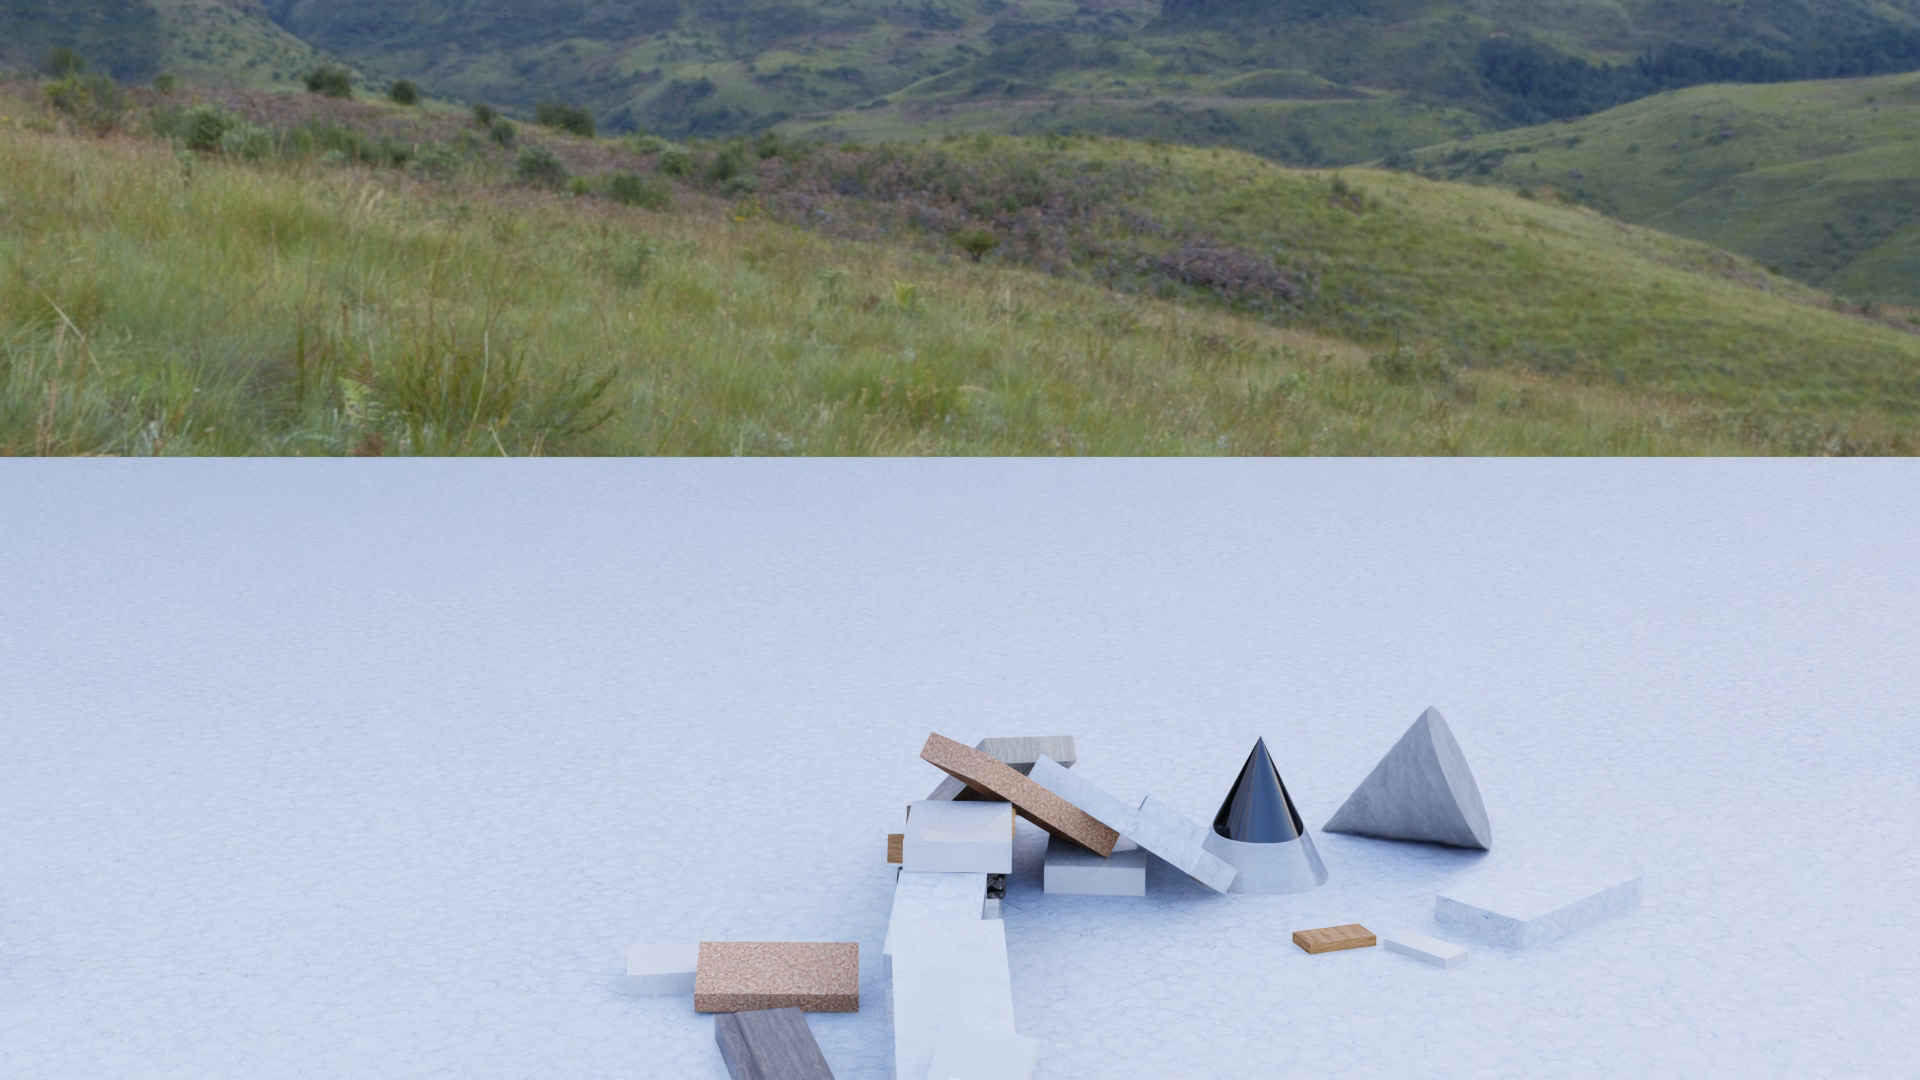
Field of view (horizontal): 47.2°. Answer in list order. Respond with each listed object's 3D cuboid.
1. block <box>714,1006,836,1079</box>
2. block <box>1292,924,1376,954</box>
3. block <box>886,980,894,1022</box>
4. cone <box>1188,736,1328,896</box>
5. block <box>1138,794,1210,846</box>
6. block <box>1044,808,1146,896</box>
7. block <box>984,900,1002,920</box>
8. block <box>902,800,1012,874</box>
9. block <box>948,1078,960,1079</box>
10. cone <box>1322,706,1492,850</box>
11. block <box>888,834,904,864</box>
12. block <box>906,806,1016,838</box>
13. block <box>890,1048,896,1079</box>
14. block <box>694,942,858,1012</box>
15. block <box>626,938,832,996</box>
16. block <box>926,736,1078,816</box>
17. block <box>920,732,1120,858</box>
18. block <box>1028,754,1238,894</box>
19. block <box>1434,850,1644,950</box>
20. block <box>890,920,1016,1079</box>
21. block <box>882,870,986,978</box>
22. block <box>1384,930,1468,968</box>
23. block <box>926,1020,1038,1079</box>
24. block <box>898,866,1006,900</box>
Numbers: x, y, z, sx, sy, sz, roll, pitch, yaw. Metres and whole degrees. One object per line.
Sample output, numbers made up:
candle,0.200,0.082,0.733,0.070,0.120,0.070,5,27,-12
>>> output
block,-0.248,0.705,2.958,0.119,0.034,0.296,-3,11,-15
block,0.586,0.624,3.441,0.116,0.016,0.058,-4,11,-19
block,-0.016,0.636,3.123,0.154,0.044,0.309,0,-2,3
cone,0.510,0.451,3.754,0.243,0.243,0.243,0,11,0
block,0.367,0.485,3.801,0.117,0.033,0.235,30,-4,7
block,0.240,0.537,3.825,0.168,0.048,0.336,1,11,5
block,-0.002,0.575,3.434,0.129,0.037,0.258,0,-8,2
block,0.000,0.459,3.418,0.161,0.046,0.322,1,4,1
block,0.006,0.733,2.561,0.119,0.034,0.239,4,34,21
cone,0.772,0.475,3.954,0.272,0.272,0.272,-25,2,19
block,-0.020,0.517,3.678,0.161,0.046,0.322,1,-7,6
block,-0.003,0.480,3.758,0.168,0.048,0.336,2,-7,-3
block,-0.011,0.706,2.926,0.154,0.044,0.309,0,11,3
block,-0.266,0.637,3.211,0.235,0.033,0.117,1,28,-3
block,-0.344,0.641,3.305,0.308,0.033,0.117,-1,11,-7
block,0.070,0.427,3.906,0.164,0.047,0.329,0,-25,-20
block,0.101,0.427,3.678,0.328,0.047,0.164,34,-11,-34
block,0.289,0.476,3.689,0.344,0.047,0.164,28,-5,33
block,0.944,0.583,3.579,0.336,0.048,0.168,-9,14,-41
block,-0.010,0.618,2.891,0.154,0.044,0.309,-2,30,-2
block,-0.033,0.549,3.147,0.129,0.037,0.258,1,18,4
block,0.720,0.632,3.398,0.058,0.016,0.116,-9,14,-41
block,0.010,0.699,2.686,0.119,0.034,0.239,9,38,12
block,-0.010,0.539,3.478,0.161,0.046,0.322,0,-8,2
